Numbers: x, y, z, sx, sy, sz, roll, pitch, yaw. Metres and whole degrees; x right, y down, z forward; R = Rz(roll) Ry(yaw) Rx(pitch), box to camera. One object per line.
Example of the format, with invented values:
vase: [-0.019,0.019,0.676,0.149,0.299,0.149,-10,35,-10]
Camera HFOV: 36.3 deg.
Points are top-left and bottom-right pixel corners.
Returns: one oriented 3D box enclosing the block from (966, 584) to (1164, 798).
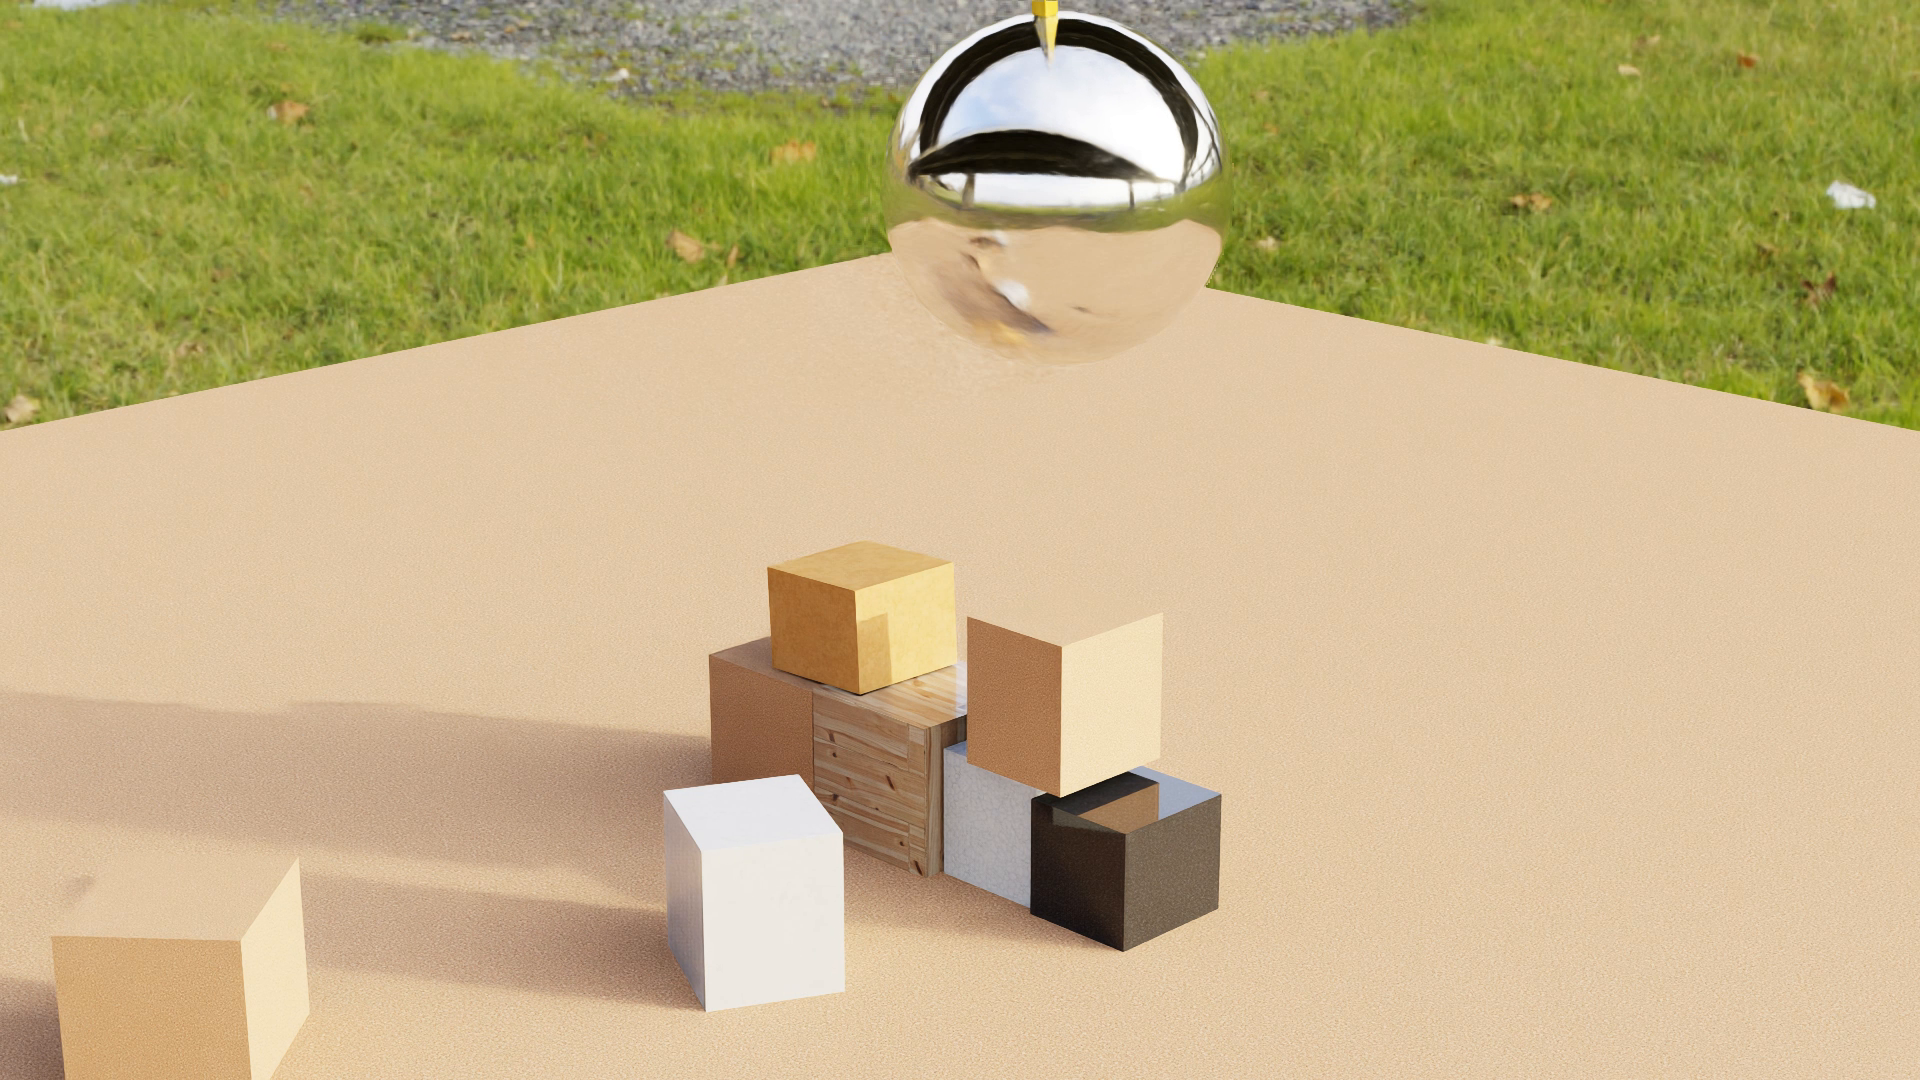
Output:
block: [0.465,0.658,13.052,0.655,0.694,0.573,-17,24,-42]

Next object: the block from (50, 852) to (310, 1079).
block: [-3.081,1.733,11.661,0.737,0.700,0.795,1,17,3]

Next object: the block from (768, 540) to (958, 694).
block: [-0.464,0.357,13.949,0.621,0.501,0.630,-16,21,-41]

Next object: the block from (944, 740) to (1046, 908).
block: [0.346,1.235,13.396,0.609,0.612,0.580,-17,24,-42]

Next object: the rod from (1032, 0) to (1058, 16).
rod: [0.190,-4.741,12.051,0.080,5.200,0.080,17,30,42]

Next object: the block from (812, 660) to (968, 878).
block: [-0.155,1.041,13.814,0.761,0.731,0.745,-17,24,-42]

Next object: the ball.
ball: [0.438,-1.590,13.302,1.600,1.600,1.600,0,17,0]

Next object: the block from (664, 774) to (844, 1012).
block: [-0.876,1.484,12.419,0.599,0.721,0.678,-6,18,-18]

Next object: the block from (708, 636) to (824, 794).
block: [-0.674,0.888,14.332,0.793,0.711,0.743,-17,24,-42]

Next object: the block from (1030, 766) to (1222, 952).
block: [0.734,1.392,12.993,0.635,0.553,0.557,-17,24,-42]
